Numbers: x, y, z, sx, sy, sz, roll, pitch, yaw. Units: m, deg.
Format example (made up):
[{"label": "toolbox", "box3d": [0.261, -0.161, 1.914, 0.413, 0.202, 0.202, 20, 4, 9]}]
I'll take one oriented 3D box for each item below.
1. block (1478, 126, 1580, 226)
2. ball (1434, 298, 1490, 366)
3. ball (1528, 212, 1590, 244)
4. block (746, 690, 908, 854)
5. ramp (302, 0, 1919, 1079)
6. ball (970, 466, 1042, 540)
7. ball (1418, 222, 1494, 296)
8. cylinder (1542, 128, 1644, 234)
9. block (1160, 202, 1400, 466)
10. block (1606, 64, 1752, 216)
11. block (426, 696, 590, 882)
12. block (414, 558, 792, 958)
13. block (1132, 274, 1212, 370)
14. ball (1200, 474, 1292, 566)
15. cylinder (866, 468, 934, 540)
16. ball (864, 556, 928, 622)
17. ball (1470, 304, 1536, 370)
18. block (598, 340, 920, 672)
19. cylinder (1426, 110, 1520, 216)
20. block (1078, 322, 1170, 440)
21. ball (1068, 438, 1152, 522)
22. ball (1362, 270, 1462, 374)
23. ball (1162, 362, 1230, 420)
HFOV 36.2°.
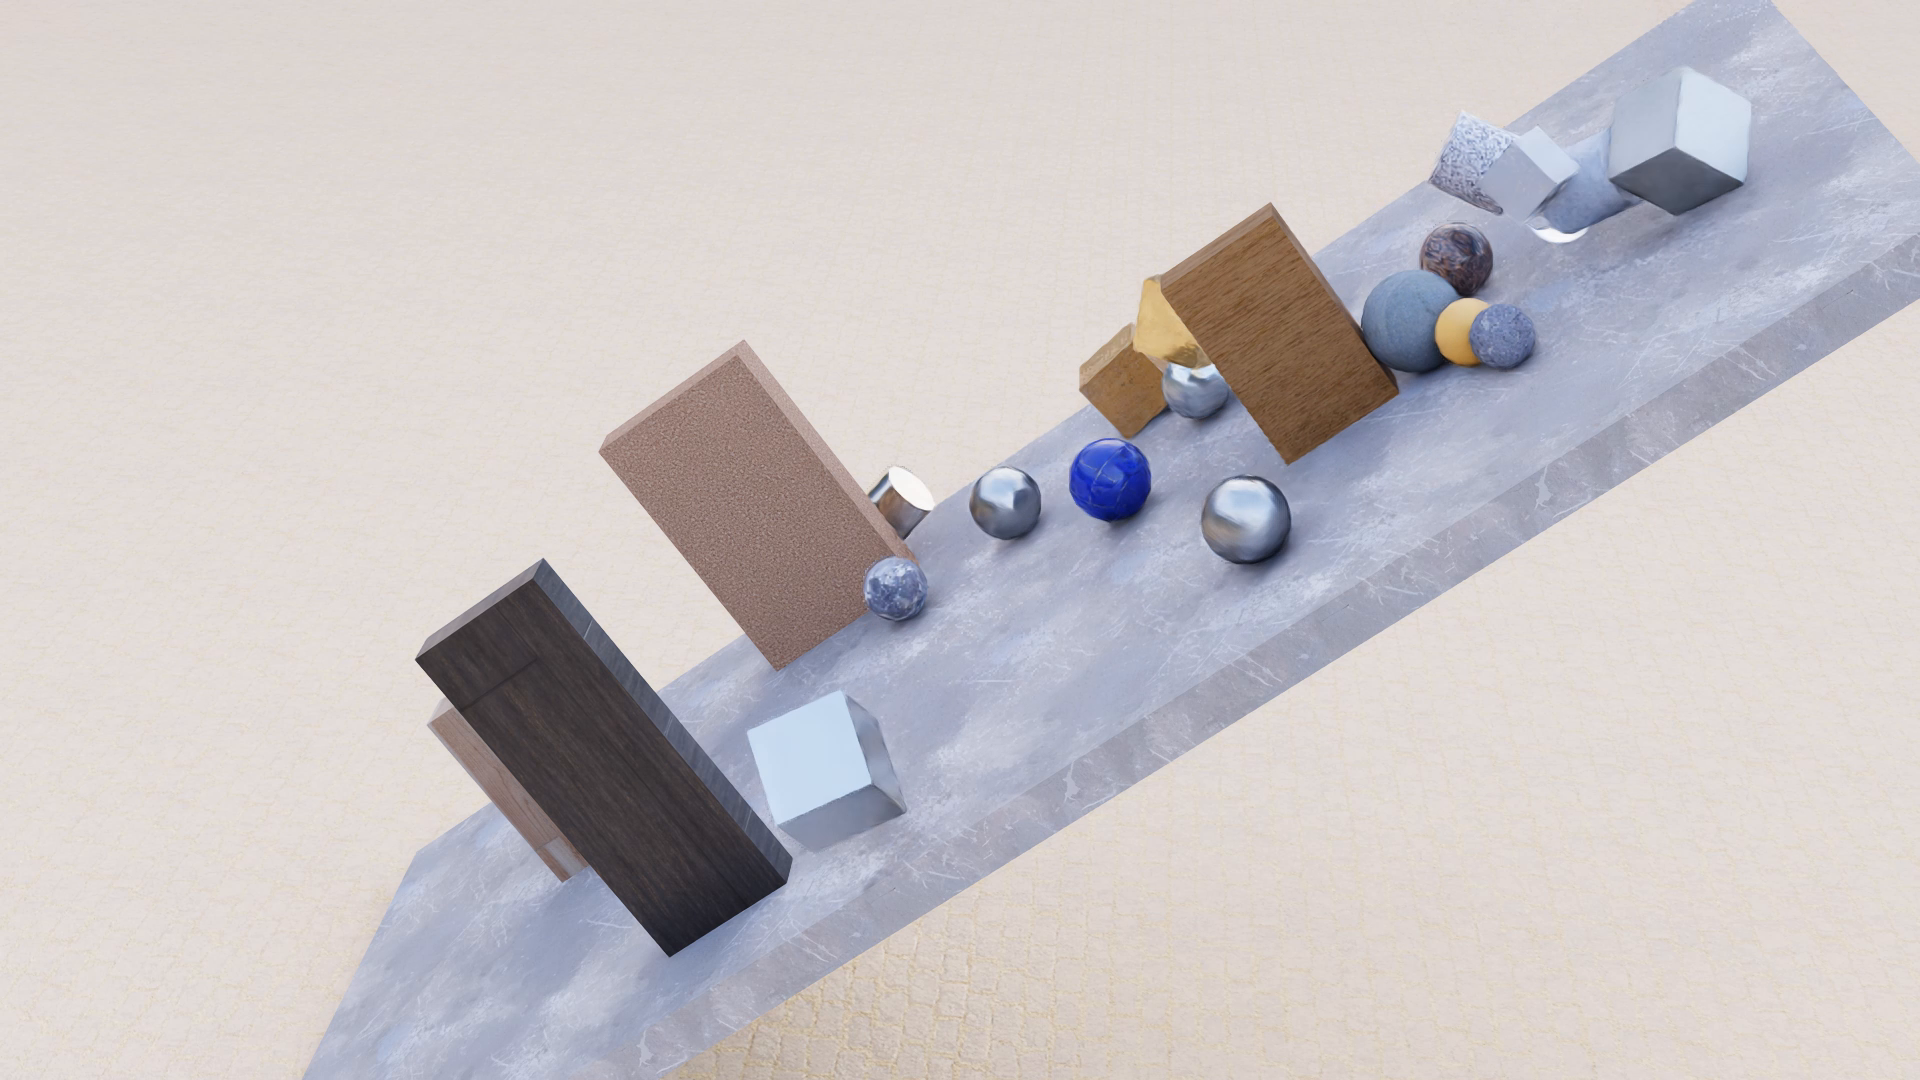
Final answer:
[{"label": "block", "box3d": [1.083, -0.693, 5.599, 0.116, 0.116, 0.116, 46, 40, 9]}, {"label": "ball", "box3d": [0.977, -0.398, 5.641, 0.131, 0.131, 0.131, 0, 22, 0]}, {"label": "ball", "box3d": [1.201, -0.662, 5.886, 0.137, 0.137, 0.137, 0, 22, 0]}, {"label": "block", "box3d": [-0.247, 0.433, 5.486, 0.197, 0.197, 0.197, -24, 63, 9]}, {"label": "ramp", "box3d": [0.132, 0.177, 6.315, 4.000, 0.100, 2.000, -33, 16, 16]}, {"label": "ball", "box3d": [0.103, -0.083, 6.626, 0.164, 0.164, 0.164, 0, 22, 0]}, {"label": "ball", "box3d": [1.016, -0.575, 6.024, 0.152, 0.152, 0.152, 0, 22, 0]}, {"label": "cylinder", "box3d": [1.221, -0.695, 5.706, 0.158, 0.158, 0.158, -24, 3, 40]}, {"label": "block", "box3d": [0.634, -0.408, 5.840, 0.265, 0.446, 0.103, -33, 16, 16]}, {"label": "block", "box3d": [1.360, -0.754, 5.560, 0.180, 0.180, 0.180, 22, -25, -25]}, {"label": "block", "box3d": [-0.891, 0.471, 6.653, 0.387, 0.484, 0.131, -33, 16, 16]}, {"label": "block", "box3d": [-0.688, 0.431, 5.741, 0.297, 0.789, 0.103, -33, 16, 16]}, {"label": "block", "box3d": [0.481, -0.466, 6.185, 0.156, 0.156, 0.156, 22, 25, 30]}, {"label": "ball", "box3d": [0.536, -0.038, 5.519, 0.170, 0.170, 0.170, 0, 22, 0]}, {"label": "cylinder", "box3d": [-0.160, -0.076, 7.063, 0.141, 0.141, 0.141, 35, 25, -19]}, {"label": "ball", "box3d": [-0.145, 0.111, 6.657, 0.146, 0.146, 0.146, 0, 22, 0]}, {"label": "ball", "box3d": [1.017, -0.382, 5.519, 0.123, 0.123, 0.123, 0, 22, 0]}, {"label": "block", "box3d": [-0.468, -0.076, 6.906, 0.413, 0.681, 0.114, -33, 16, 16]}, {"label": "cylinder", "box3d": [1.040, -0.752, 5.878, 0.160, 0.160, 0.160, 25, 25, 3]}, {"label": "block", "box3d": [0.389, -0.367, 6.759, 0.165, 0.165, 0.165, -42, 14, 15]}, {"label": "ball", "box3d": [0.319, -0.128, 6.248, 0.178, 0.178, 0.178, 0, 22, 0]}, {"label": "ball", "box3d": [0.892, -0.430, 5.786, 0.203, 0.203, 0.203, 0, 22, 0]}, {"label": "ball", "box3d": [0.518, -0.341, 6.461, 0.152, 0.152, 0.152, 0, 22, 0]}]
